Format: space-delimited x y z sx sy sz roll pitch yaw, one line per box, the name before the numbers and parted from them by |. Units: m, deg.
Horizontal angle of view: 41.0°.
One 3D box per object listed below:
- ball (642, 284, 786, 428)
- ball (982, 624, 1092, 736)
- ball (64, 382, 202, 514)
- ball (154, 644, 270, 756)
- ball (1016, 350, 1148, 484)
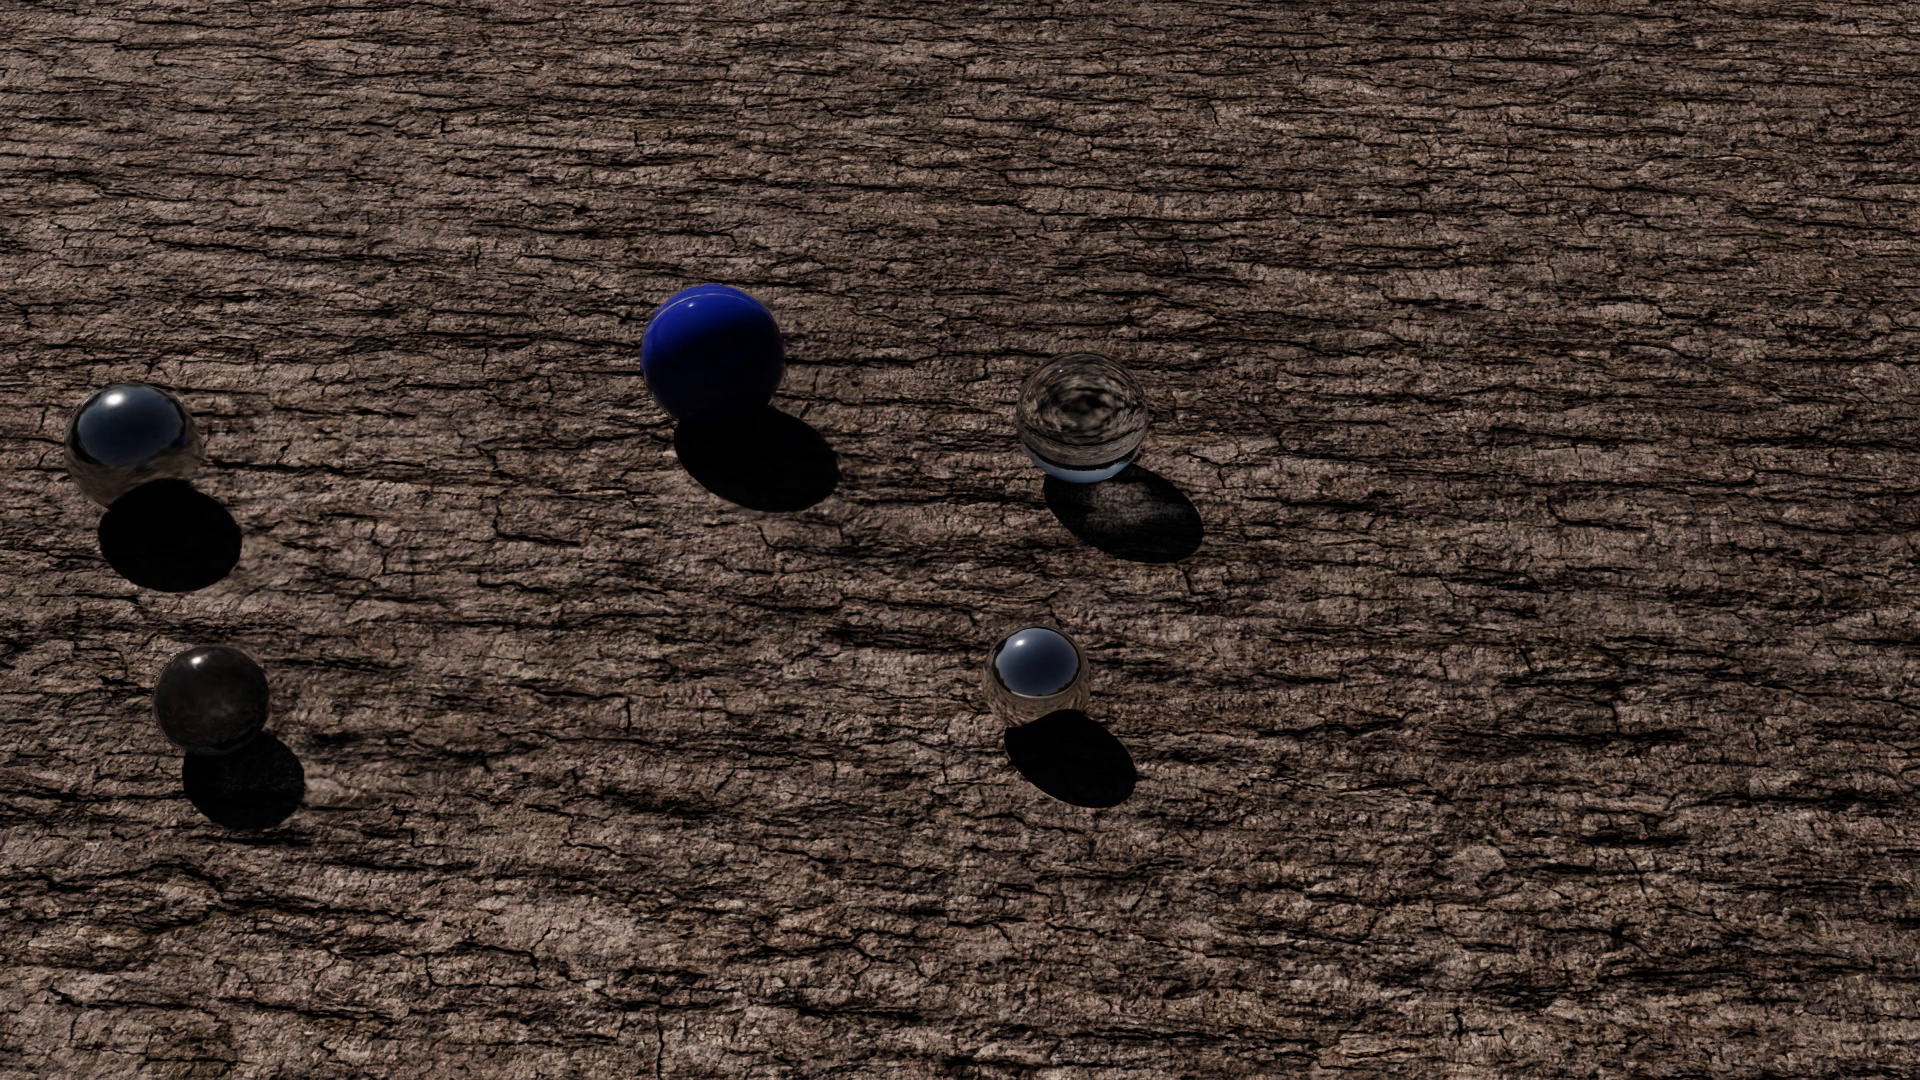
ball | -0.168 -0.125 1.754 0.098 0.098 0.098 0 36 0
ball | 0.045 0.082 1.499 0.065 0.065 0.065 0 36 0
ball | -0.539 -0.060 1.676 0.085 0.085 0.085 0 36 0
ball | -0.432 0.093 1.484 0.065 0.065 0.065 0 36 0
ball | 0.081 -0.081 1.703 0.088 0.088 0.088 0 36 0
